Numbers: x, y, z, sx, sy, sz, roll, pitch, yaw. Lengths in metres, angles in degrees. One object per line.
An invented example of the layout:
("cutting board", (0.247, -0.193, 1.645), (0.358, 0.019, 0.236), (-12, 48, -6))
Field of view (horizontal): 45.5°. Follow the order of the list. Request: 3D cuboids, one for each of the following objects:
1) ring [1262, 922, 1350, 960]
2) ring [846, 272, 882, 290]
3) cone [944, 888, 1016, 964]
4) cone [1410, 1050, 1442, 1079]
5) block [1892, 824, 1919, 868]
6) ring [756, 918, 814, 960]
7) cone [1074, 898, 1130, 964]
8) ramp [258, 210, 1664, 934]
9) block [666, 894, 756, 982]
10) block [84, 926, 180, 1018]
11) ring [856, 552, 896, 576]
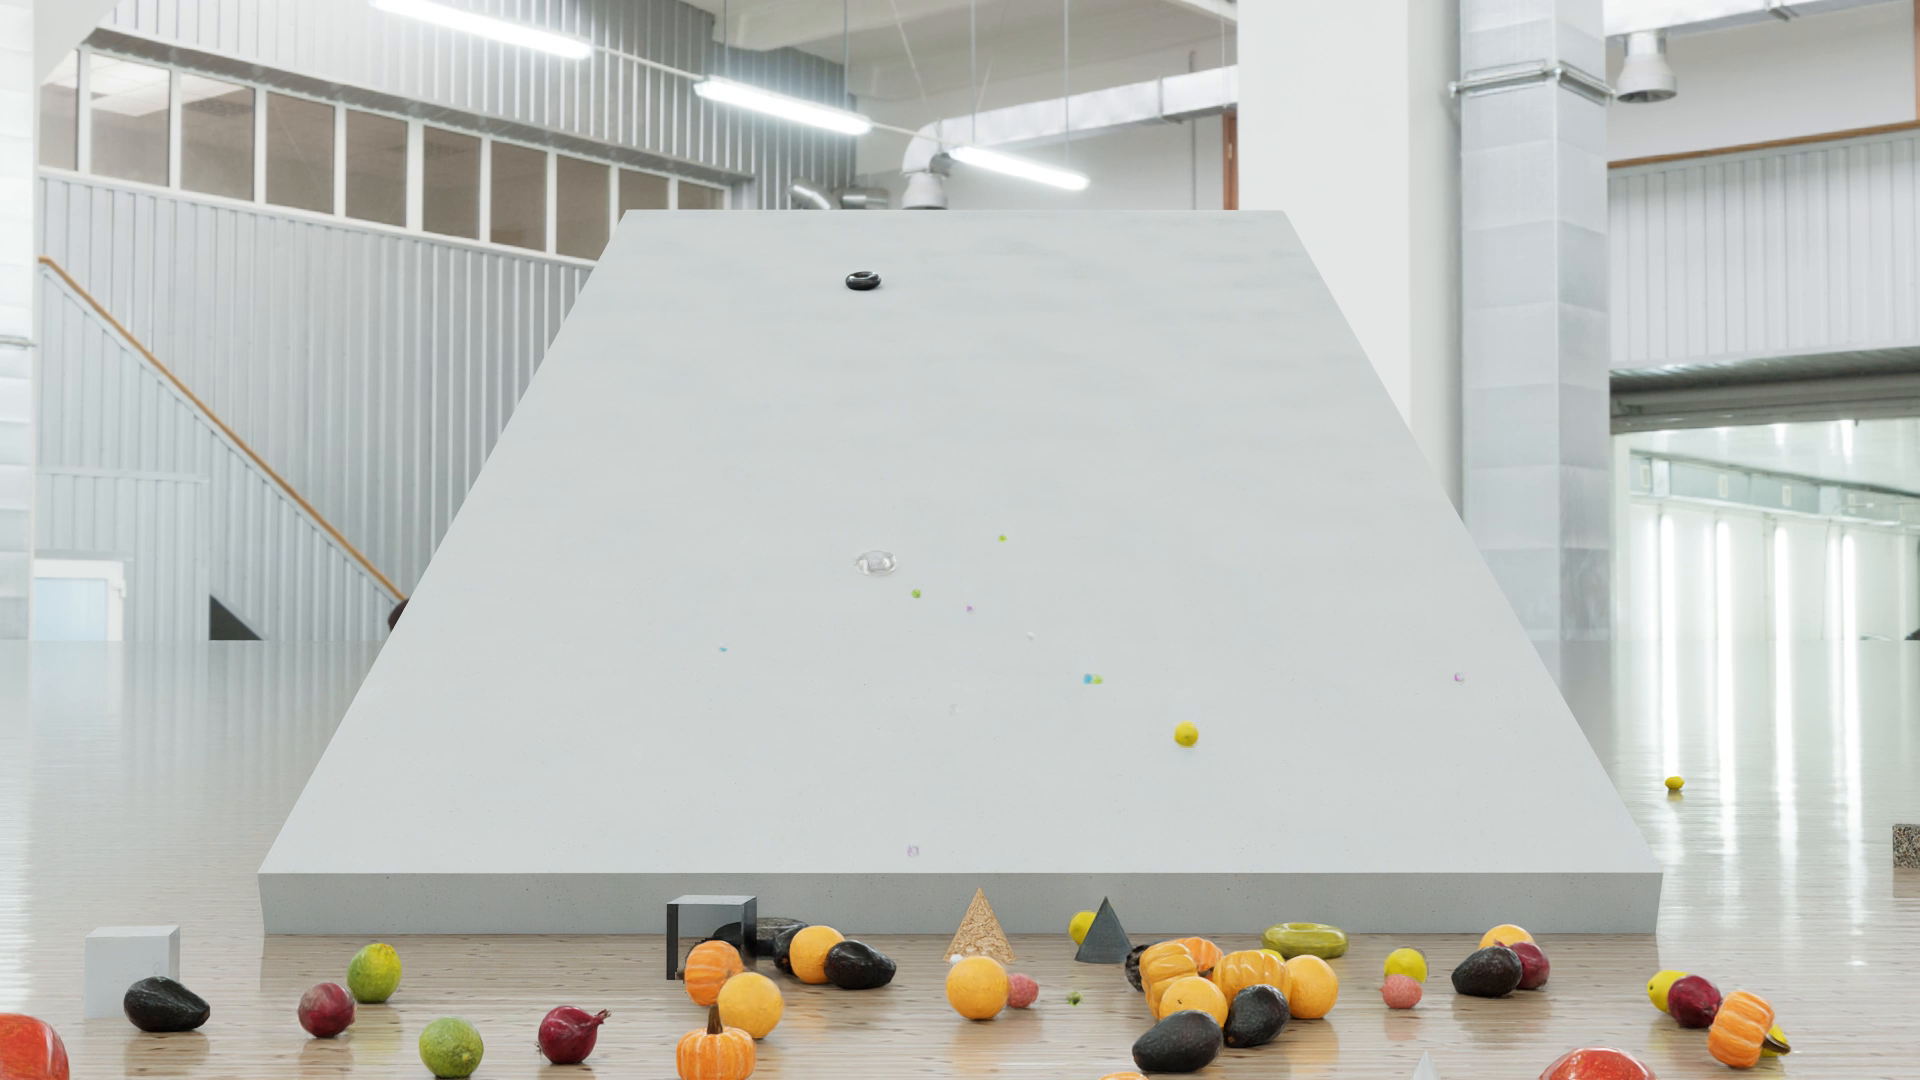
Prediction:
("ring", (0.463, 0.538, 3.072), (0.117, 0.039, 0.117), (1, -1, 0))
("ring", (-0.260, -0.697, 6.157), (0.098, 0.033, 0.098), (-3, 23, 1))
("cone", (0.027, 0.507, 3.040), (0.097, 0.097, 0.097), (0, -2, 0))
("cone", (0.397, 0.472, 1.949), (0.078, 0.078, 0.078), (0, -2, 0))
("block", (1.775, 0.568, 4.253), (0.075, 0.075, 0.075), (-1, -3, 27))
("ring", (-0.261, 0.536, 3.082), (0.131, 0.044, 0.131), (0, -1, 0))
("cone", (0.194, 0.513, 3.038), (0.085, 0.085, 0.085), (0, -2, 0))
("ramp", (-0.006, -0.219, 5.136), (2.000, 0.100, 4.000), (0, 22, 0))
("block", (-0.314, 0.503, 2.900), (0.095, 0.095, 0.095), (0, -2, 7))
("block", (-0.948, 0.494, 2.627), (0.090, 0.090, 0.090), (0, -2, -11))
("ring", (-0.158, 0.044, 4.305), (0.078, 0.026, 0.078), (-1, 23, 0))
